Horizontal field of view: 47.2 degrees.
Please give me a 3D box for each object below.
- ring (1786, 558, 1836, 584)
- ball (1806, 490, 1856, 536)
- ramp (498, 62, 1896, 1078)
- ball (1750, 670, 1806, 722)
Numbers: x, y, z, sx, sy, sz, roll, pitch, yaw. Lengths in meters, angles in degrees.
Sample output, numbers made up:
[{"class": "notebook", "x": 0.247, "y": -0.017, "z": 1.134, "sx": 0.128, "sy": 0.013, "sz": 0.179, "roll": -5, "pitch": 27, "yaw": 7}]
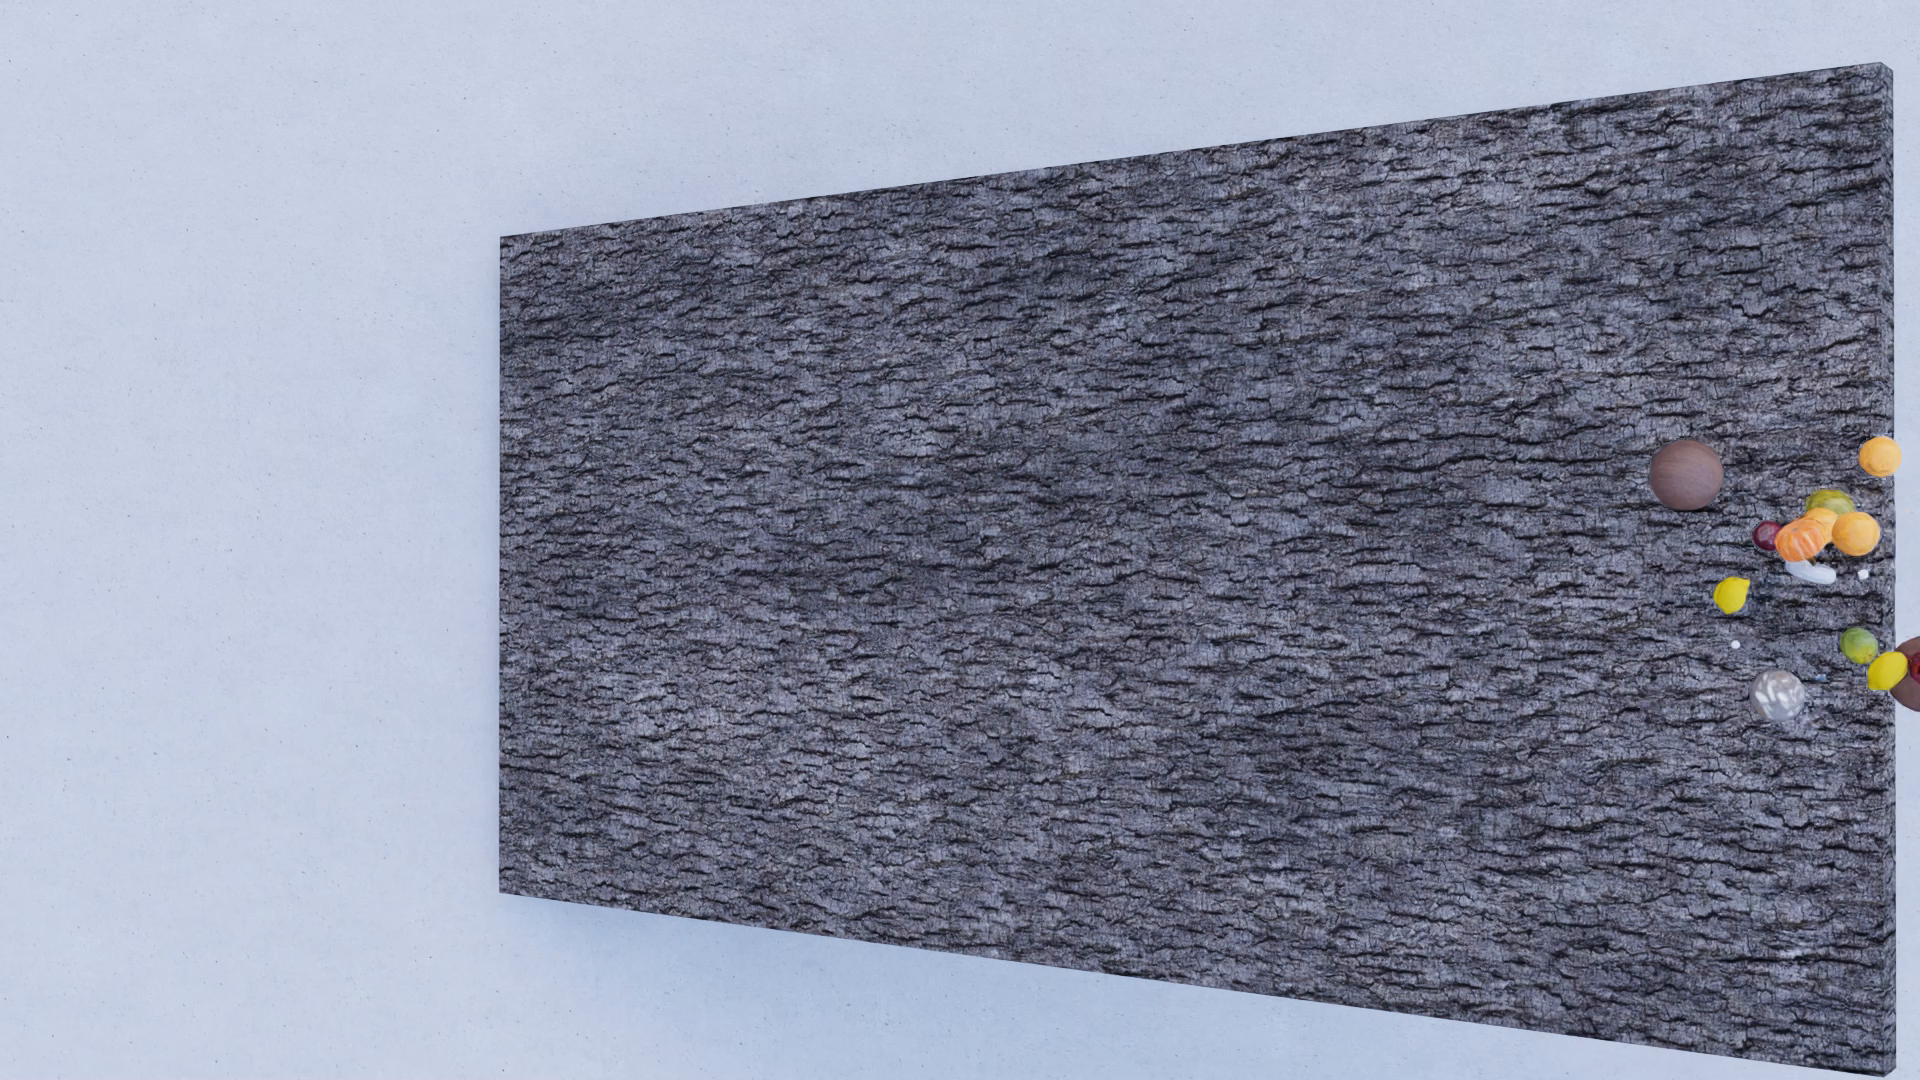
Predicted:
[{"class": "ring", "x": 1.669, "y": 0.060, "z": 4.313, "sx": 0.098, "sy": 0.098, "sz": 0.033, "roll": 15, "pitch": 102, "yaw": 0}, {"class": "ball", "x": 1.719, "y": -0.055, "z": 4.344, "sx": 0.091, "sy": 0.091, "sz": 0.091, "roll": 0, "pitch": 90, "yaw": 0}, {"class": "ramp", "x": 0.235, "y": 0.066, "z": 5.556, "sx": 4.000, "sy": 0.100, "sz": 2.000, "roll": 0, "pitch": 89, "yaw": 36}, {"class": "ball", "x": 1.299, "y": 0.247, "z": 3.495, "sx": 0.083, "sy": 0.083, "sz": 0.083, "roll": 0, "pitch": 90, "yaw": 0}]
